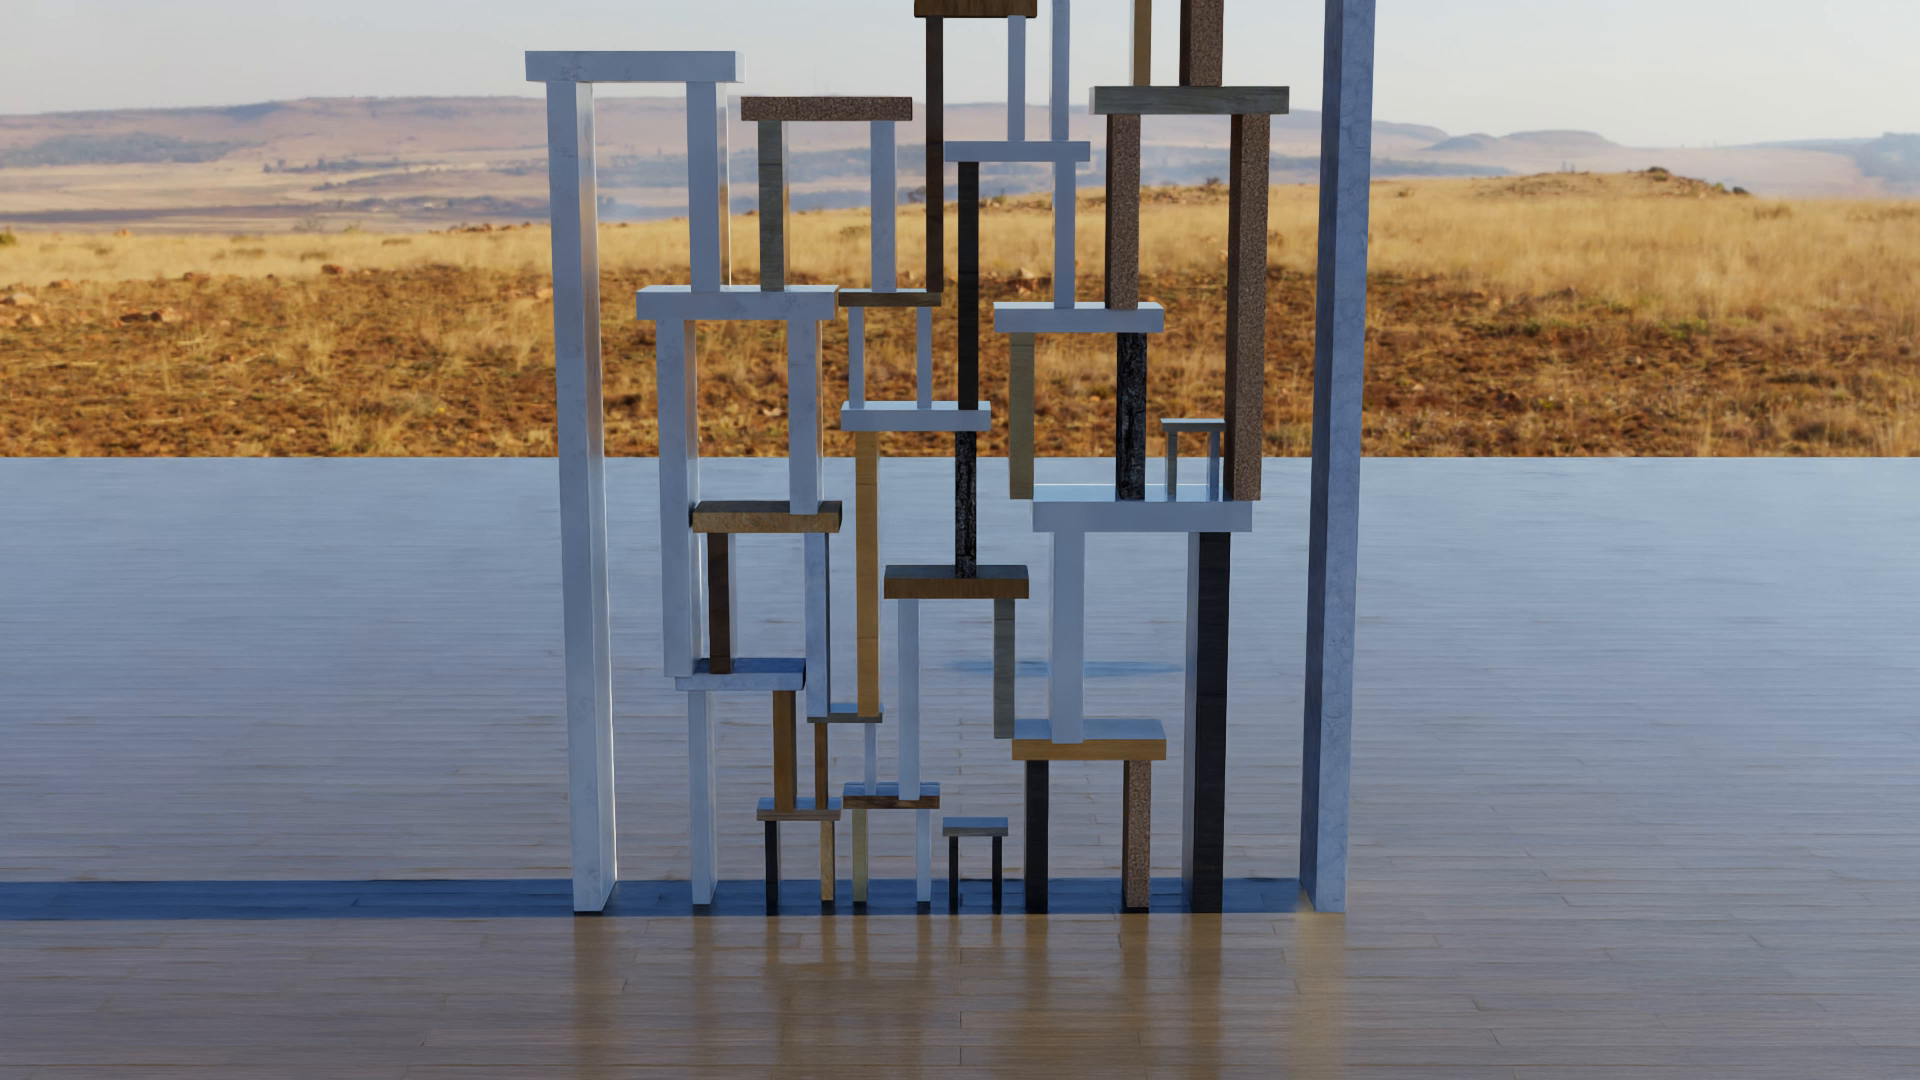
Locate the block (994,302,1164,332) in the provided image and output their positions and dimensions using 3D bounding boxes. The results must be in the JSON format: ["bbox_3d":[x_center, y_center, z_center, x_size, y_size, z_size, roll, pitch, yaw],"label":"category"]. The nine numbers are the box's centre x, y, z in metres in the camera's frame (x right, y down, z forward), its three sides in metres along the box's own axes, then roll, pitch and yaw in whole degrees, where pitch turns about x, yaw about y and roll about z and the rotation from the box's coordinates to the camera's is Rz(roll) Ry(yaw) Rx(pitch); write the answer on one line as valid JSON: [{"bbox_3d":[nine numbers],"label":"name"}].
[{"bbox_3d":[0.186,-0.354,3.491,0.264,0.037,0.132,0,11,0],"label":"block"}]

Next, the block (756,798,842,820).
[{"bbox_3d":[-0.265,0.446,3.644,0.137,0.019,0.068,0,11,0],"label":"block"}]

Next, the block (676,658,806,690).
[{"bbox_3d":[-0.357,0.219,3.601,0.206,0.029,0.103,0,11,0],"label":"block"}]

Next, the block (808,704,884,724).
[{"bbox_3d":[-0.187,0.284,3.609,0.122,0.017,0.061,0,11,0],"label":"block"}]

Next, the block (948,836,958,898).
[{"bbox_3d":[-0.011,0.537,3.661,0.015,0.108,0.054,0,11,0],"label":"block"}]

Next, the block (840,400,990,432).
[{"bbox_3d":[-0.070,-0.199,3.524,0.237,0.034,0.118,0,11,0],"label":"block"}]

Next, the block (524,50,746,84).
[{"bbox_3d":[-0.500,-0.735,3.419,0.320,0.045,0.160,0,11,0],"label":"block"}]

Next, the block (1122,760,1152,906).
[{"bbox_3d":[0.292,0.468,3.644,0.035,0.249,0.125,0,11,0],"label":"block"}]

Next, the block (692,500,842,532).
[{"bbox_3d":[-0.309,-0.038,3.550,0.231,0.033,0.116,0,11,0],"label":"block"}]

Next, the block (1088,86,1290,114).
[{"bbox_3d":[0.354,-0.685,3.428,0.297,0.042,0.149,0,11,0],"label":"block"}]

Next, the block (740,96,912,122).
[{"bbox_3d":[-0.206,-0.673,3.438,0.260,0.037,0.130,0,11,0],"label":"block"}]

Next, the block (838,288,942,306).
[{"bbox_3d":[-0.110,-0.384,3.487,0.161,0.023,0.081,0,11,0],"label":"block"}]

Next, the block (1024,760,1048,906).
[{"bbox_3d":[0.126,0.468,3.644,0.035,0.249,0.125,0,11,0],"label":"block"}]

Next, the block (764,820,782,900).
[{"bbox_3d":[-0.311,0.522,3.658,0.019,0.137,0.068,0,11,0],"label":"block"}]

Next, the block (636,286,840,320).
[{"bbox_3d":[-0.349,-0.377,3.487,0.307,0.043,0.153,0,11,0],"label":"block"}]

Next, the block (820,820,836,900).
[{"bbox_3d":[-0.220,0.522,3.658,0.019,0.137,0.068,0,11,0],"label":"block"}]

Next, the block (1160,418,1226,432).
[{"bbox_3d":[0.373,-0.184,3.528,0.102,0.014,0.051,0,11,0],"label":"block"}]

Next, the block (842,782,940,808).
[{"bbox_3d":[-0.113,0.423,3.642,0.158,0.022,0.079,0,11,0],"label":"block"}]

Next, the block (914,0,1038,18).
[{"bbox_3d":[0.024,-0.825,3.408,0.189,0.027,0.094,0,11,0],"label":"block"}]

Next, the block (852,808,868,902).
[{"bbox_3d":[-0.166,0.511,3.658,0.022,0.158,0.079,0,11,0],"label":"block"}]

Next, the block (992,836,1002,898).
[{"bbox_3d":[0.061,0.537,3.661,0.015,0.108,0.054,0,11,0],"label":"block"}]

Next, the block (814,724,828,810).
[{"bbox_3d":[-0.228,0.365,3.624,0.017,0.147,0.061,0,11,0],"label":"block"}]

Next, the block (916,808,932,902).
[{"bbox_3d":[-0.060,0.511,3.658,0.022,0.158,0.079,0,11,0],"label":"block"}]

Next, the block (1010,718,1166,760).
[{"bbox_3d":[0.209,0.328,3.619,0.249,0.035,0.125,0,11,0],"label":"block"}]

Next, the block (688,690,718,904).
[{"bbox_3d":[-0.425,0.412,3.637,0.029,0.362,0.103,0,11,0],"label":"block"}]

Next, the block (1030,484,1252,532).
[{"bbox_3d":[0.287,-0.052,3.546,0.345,0.049,0.172,0,11,0],"label":"block"}]

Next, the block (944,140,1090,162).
[{"bbox_3d":[0.088,-0.609,3.445,0.225,0.032,0.113,0,11,0],"label":"block"}]

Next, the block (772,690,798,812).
[{"bbox_3d":[-0.288,0.335,3.623,0.029,0.206,0.103,0,11,0],"label":"block"}]

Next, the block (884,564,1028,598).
[{"bbox_3d":[-0.006,0.067,3.569,0.231,0.033,0.116,0,11,0],"label":"block"}]

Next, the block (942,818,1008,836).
[{"bbox_3d":[0.025,0.476,3.650,0.108,0.015,0.054,0,11,0],"label":"block"}]
